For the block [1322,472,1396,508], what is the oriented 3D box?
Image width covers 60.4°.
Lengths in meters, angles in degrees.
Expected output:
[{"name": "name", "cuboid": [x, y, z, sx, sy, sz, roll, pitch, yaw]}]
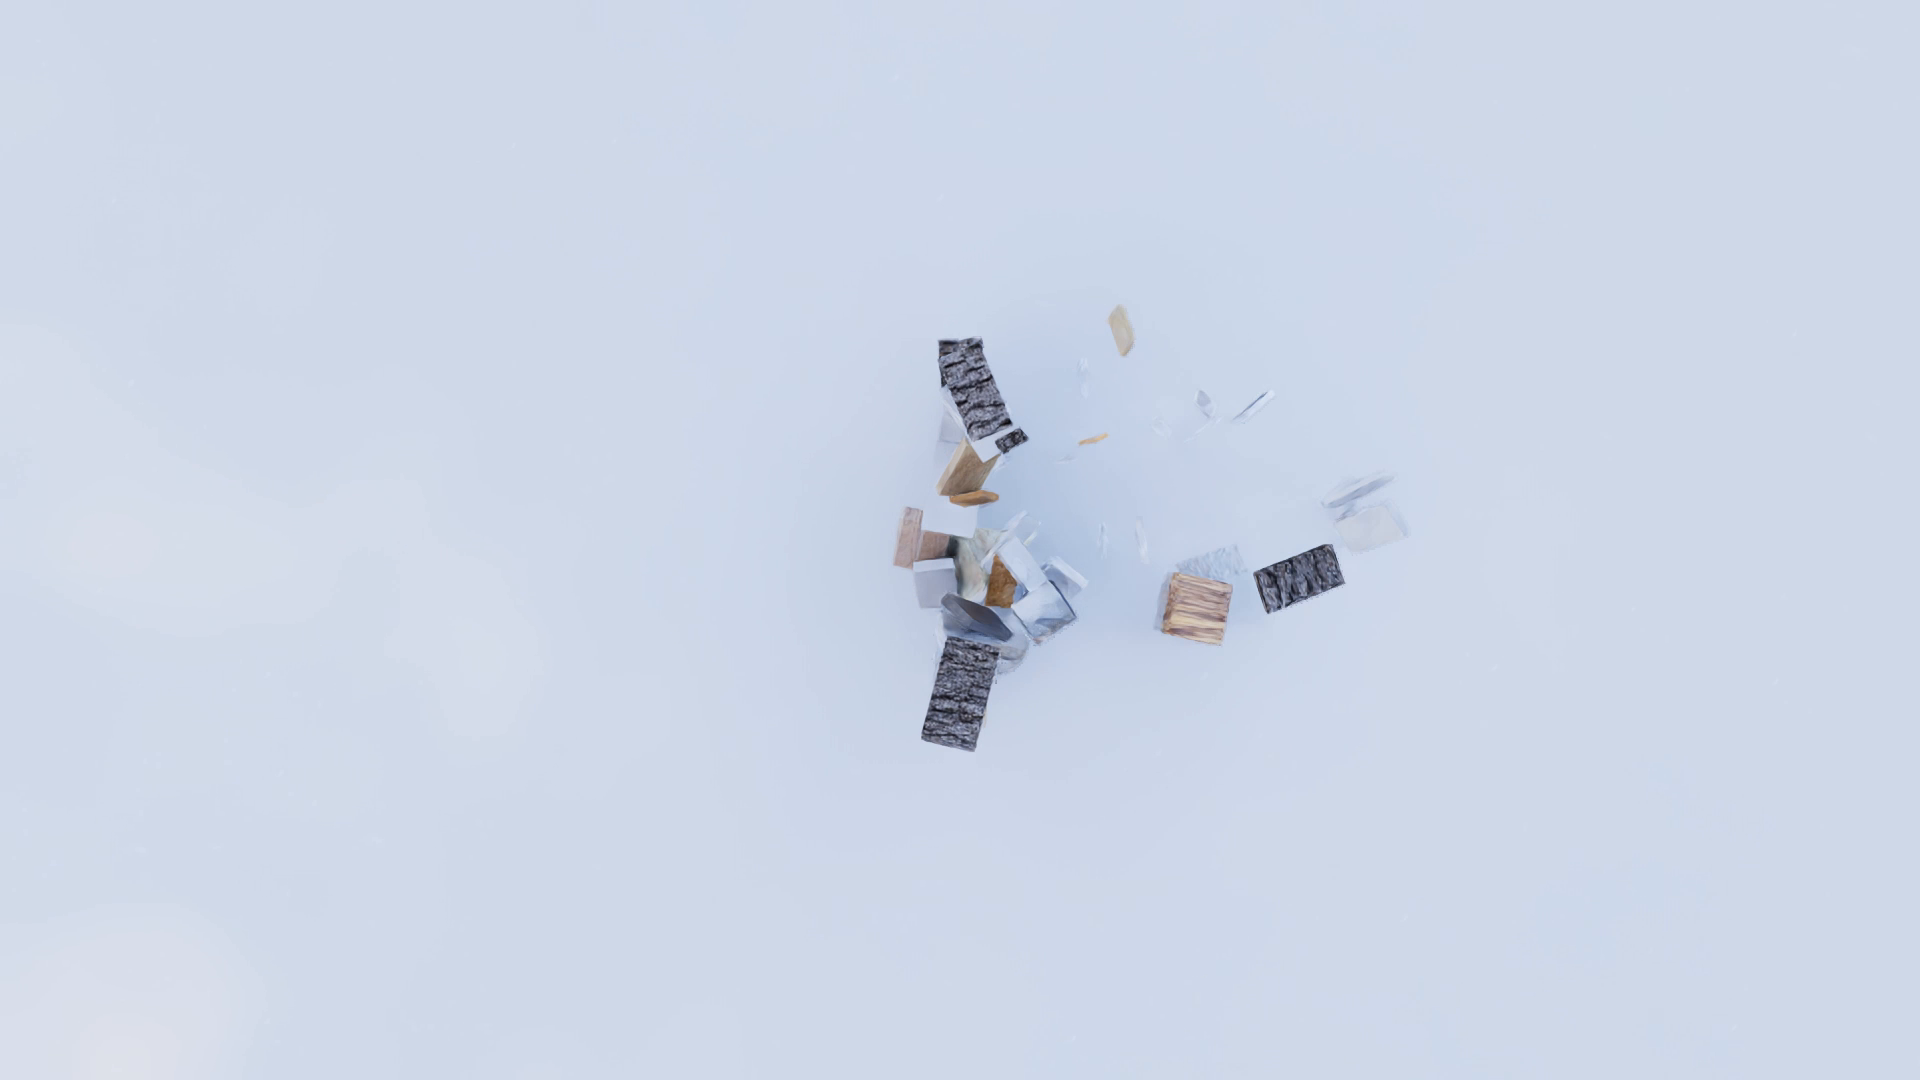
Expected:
[{"name": "block", "cuboid": [1.300, -0.163, 5.377, 0.068, 0.264, 0.019, 7, 66, -34]}]

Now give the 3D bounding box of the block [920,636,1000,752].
[{"name": "block", "cuboid": [0.003, 0.437, 4.696, 0.157, 0.044, 0.314, 13, 62, 5]}]

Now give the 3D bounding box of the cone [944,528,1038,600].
[{"name": "cone", "cuboid": [0.133, 0.032, 5.413, 0.297, 0.297, 0.297, -24, 90, -21]}]

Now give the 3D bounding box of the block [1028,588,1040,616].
[{"name": "block", "cuboid": [0.234, 0.172, 5.184, 0.024, 0.167, 0.084, 2, 66, -1]}]

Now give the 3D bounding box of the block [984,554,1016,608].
[{"name": "block", "cuboid": [0.134, 0.130, 5.163, 0.084, 0.024, 0.167, 8, 115, -8]}]

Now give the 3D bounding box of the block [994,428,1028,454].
[{"name": "block", "cuboid": [0.151, -0.291, 4.822, 0.090, 0.013, 0.045, -29, 66, -17]}]

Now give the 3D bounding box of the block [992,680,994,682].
[{"name": "block", "cuboid": [0.057, 0.436, 5.449, 0.114, 0.016, 0.057, 5, 71, -5]}]

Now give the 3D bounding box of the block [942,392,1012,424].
[{"name": "block", "cuboid": [0.047, -0.388, 4.730, 0.125, 0.250, 0.035, -36, 123, -2]}]

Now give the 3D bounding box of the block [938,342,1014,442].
[{"name": "block", "cuboid": [0.043, -0.411, 4.583, 0.125, 0.035, 0.250, -23, 97, 3]}]

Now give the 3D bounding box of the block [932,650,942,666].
[{"name": "block", "cuboid": [-0.030, 0.378, 5.492, 0.114, 0.016, 0.057, -33, 90, 0]}]

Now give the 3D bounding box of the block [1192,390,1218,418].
[{"name": "block", "cuboid": [0.737, -0.409, 4.962, 0.090, 0.013, 0.045, 39, 66, -32]}]

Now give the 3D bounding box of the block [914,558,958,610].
[{"name": "block", "cuboid": [-0.076, 0.144, 5.378, 0.130, 0.260, 0.037, -7, 60, 0]}]

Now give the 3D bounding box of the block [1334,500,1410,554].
[{"name": "block", "cuboid": [1.344, -0.042, 5.384, 0.035, 0.244, 0.122, -37, 95, -31]}]

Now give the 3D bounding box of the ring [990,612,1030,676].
[{"name": "ring", "cuboid": [0.095, 0.320, 5.422, 0.267, 0.089, 0.267, 1, 67, -1]}]

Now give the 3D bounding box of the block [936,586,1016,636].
[{"name": "block", "cuboid": [0.056, 0.253, 5.264, 0.260, 0.037, 0.130, -42, 129, -5]}]

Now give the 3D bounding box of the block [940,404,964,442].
[{"name": "block", "cuboid": [0.011, -0.379, 4.999, 0.126, 0.252, 0.036, 7, 60, -2]}]

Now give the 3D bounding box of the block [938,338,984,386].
[{"name": "block", "cuboid": [0.003, -0.513, 5.043, 0.125, 0.914, 0.035, -2, 87, 0]}]

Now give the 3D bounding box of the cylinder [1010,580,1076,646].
[{"name": "cylinder", "cuboid": [0.254, 0.220, 5.002, 0.145, 0.145, 0.145, -34, 90, -3]}]

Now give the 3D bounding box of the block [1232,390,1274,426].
[{"name": "block", "cuboid": [0.885, -0.400, 4.977, 0.137, 0.068, 0.019, -39, 93, -28]}]

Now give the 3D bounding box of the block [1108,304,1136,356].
[{"name": "block", "cuboid": [0.469, -0.611, 4.794, 0.019, 0.068, 0.137, 0, 56, -23]}]

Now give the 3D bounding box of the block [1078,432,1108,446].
[{"name": "block", "cuboid": [0.393, -0.297, 4.868, 0.045, 0.090, 0.013, -25, 99, -33]}]

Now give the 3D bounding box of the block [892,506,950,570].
[{"name": "block", "cuboid": [-0.123, 0.006, 5.344, 0.165, 0.329, 0.047, 13, 62, 0]}]

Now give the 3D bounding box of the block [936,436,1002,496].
[{"name": "block", "cuboid": [0.030, -0.221, 5.002, 0.126, 0.252, 0.036, 0, 55, -24]}]

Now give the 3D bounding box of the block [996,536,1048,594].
[{"name": "block", "cuboid": [0.190, 0.079, 5.073, 0.084, 0.024, 0.167, -43, 102, -30]}]

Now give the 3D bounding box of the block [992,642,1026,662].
[{"name": "block", "cuboid": [0.117, 0.352, 5.253, 0.168, 0.084, 0.024, 17, 73, -26]}]

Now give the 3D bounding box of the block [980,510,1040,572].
[{"name": "block", "cuboid": [0.155, 0.012, 5.155, 0.070, 0.020, 0.220, 35, 96, -39]}]

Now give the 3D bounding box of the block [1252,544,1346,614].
[{"name": "block", "cuboid": [0.963, 0.108, 4.687, 0.244, 0.035, 0.122, -20, 95, -13]}]

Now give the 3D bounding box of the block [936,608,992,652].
[{"name": "block", "cuboid": [0.012, 0.292, 4.975, 0.157, 0.314, 0.044, 22, 102, -7]}]

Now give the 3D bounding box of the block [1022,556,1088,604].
[{"name": "block", "cuboid": [0.307, 0.164, 5.383, 0.130, 0.260, 0.037, 38, 55, 0]}]

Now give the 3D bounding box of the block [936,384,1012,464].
[{"name": "block", "cuboid": [0.053, -0.366, 4.862, 0.126, 0.036, 0.252, -33, 90, -2]}]

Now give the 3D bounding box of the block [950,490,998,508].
[{"name": "block", "cuboid": [0.043, -0.126, 5.060, 0.140, 0.070, 0.020, -10, 73, 42]}]

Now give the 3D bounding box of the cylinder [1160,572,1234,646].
[{"name": "cylinder", "cuboid": [0.776, 0.224, 5.398, 0.203, 0.203, 0.203, 12, 90, 0]}]

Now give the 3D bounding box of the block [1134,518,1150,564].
[{"name": "block", "cuboid": [0.534, 0.004, 4.850, 0.020, 0.140, 0.070, -9, 121, 3]}]

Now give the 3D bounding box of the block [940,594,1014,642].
[{"name": "block", "cuboid": [0.054, 0.237, 5.010, 0.035, 0.292, 0.122, -49, 63, 10]}]

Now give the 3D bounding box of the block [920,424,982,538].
[{"name": "block", "cuboid": [-0.013, -0.183, 5.153, 0.165, 0.047, 0.329, 10, 94, -1]}]

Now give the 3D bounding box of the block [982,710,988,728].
[{"name": "block", "cuboid": [-0.002, 0.494, 5.098, 0.157, 0.803, 0.044, 4, 92, 0]}]
